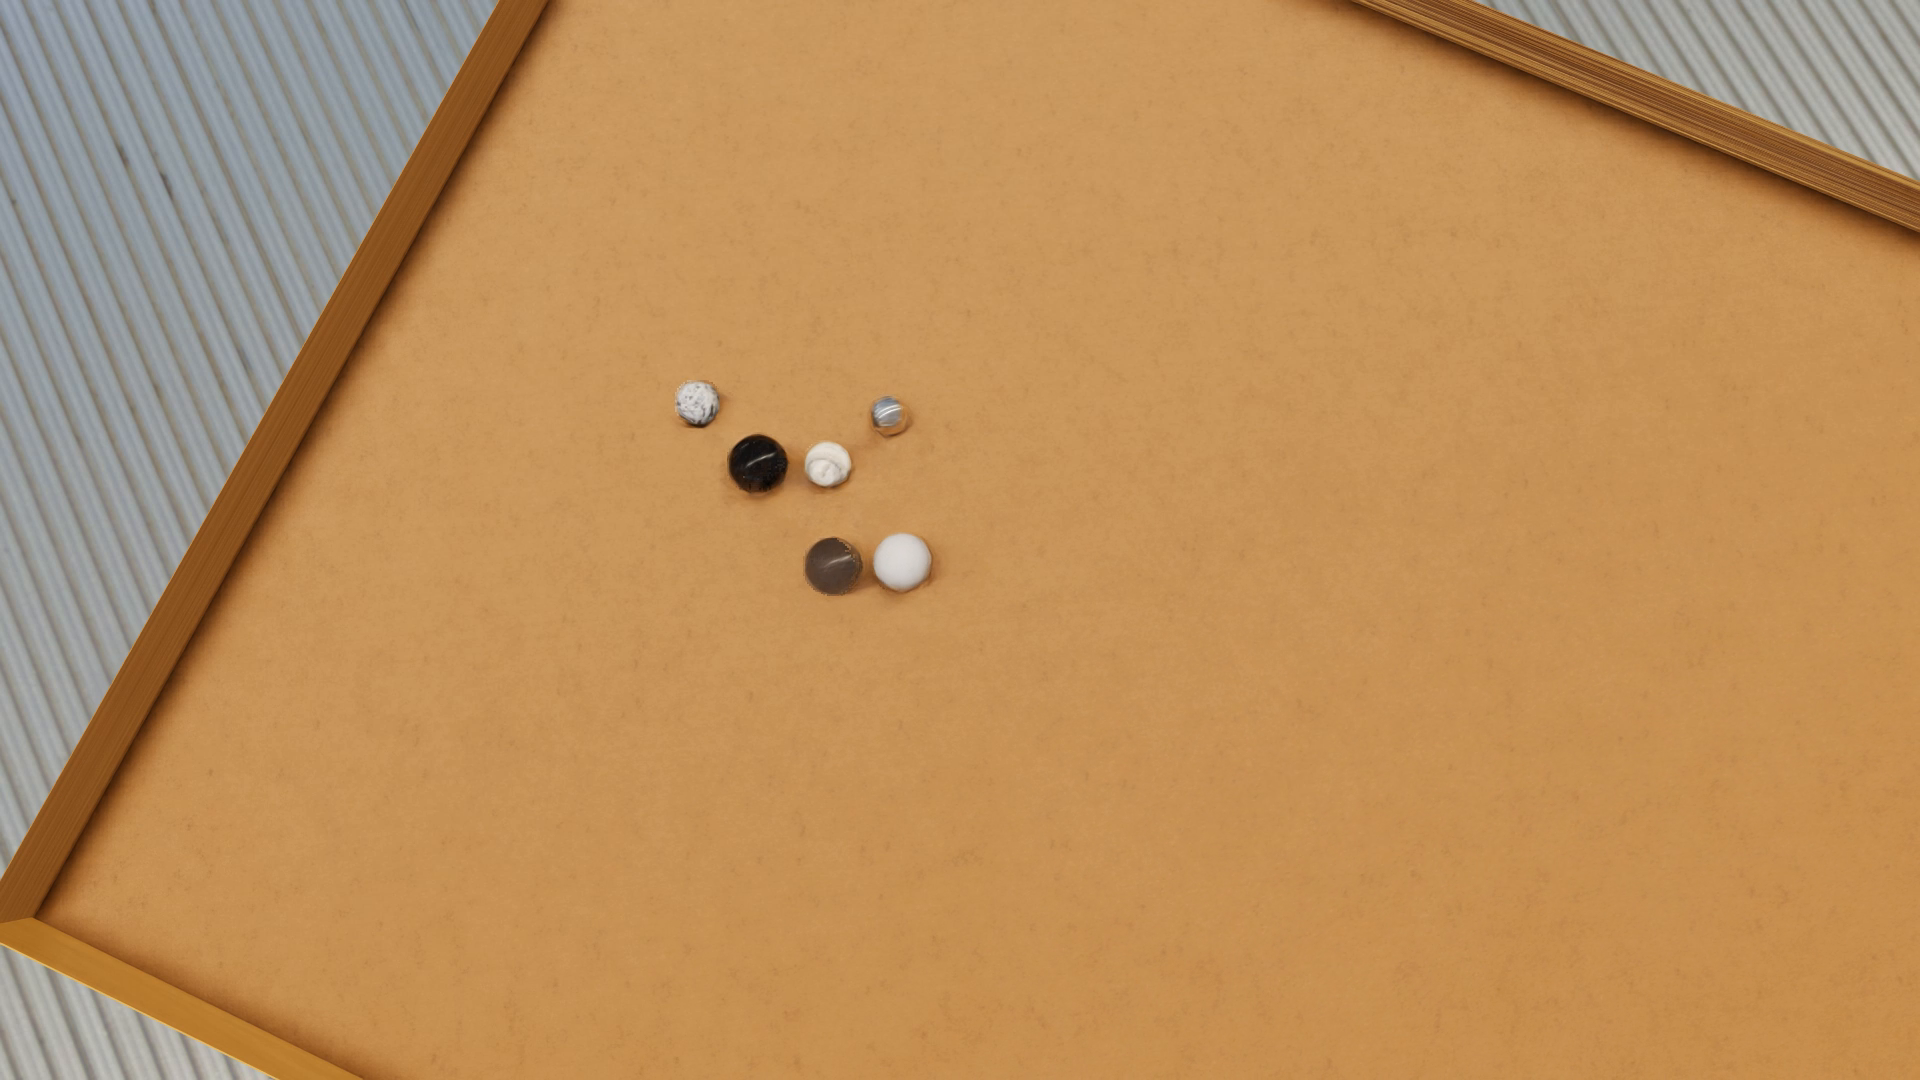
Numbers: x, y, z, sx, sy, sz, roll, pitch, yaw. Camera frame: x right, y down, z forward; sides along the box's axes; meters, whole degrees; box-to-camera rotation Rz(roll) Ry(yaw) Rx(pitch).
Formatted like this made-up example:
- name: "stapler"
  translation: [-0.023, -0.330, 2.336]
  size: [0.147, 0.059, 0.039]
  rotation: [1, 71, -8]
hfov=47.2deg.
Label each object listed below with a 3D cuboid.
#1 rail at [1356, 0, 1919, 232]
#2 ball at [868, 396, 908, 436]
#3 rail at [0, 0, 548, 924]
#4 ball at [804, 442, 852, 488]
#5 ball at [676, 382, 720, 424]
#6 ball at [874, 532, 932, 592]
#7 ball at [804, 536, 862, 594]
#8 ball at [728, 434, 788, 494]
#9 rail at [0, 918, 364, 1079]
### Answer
- name: "rail"
  translation: [1.389, -0.557, 3.462]
  size: [4.094, 0.119, 0.045]
  rotation: [24, 77, 6]
- name: "ball"
  translation: [-0.111, -0.193, 3.397]
  size: [0.062, 0.062, 0.062]
  rotation: [0, 75, 0]
- name: "rail"
  translation: [-0.908, -0.410, 3.423]
  size: [0.045, 0.119, 2.245]
  rotation: [24, 77, 6]
- name: "ball"
  translation: [-0.202, -0.116, 3.372]
  size: [0.071, 0.071, 0.071]
  rotation: [0, 75, 0]
- name: "ball"
  translation: [-0.405, -0.212, 3.400]
  size: [0.067, 0.067, 0.067]
  rotation: [0, 75, 0]
- name: "ball"
  translation: [-0.087, 0.033, 3.324]
  size: [0.088, 0.088, 0.088]
  rotation: [0, 75, 0]
- name: "ball"
  translation: [-0.191, 0.039, 3.323]
  size: [0.088, 0.088, 0.088]
  rotation: [0, 75, 0]
- name: "ball"
  translation: [-0.308, -0.116, 3.362]
  size: [0.092, 0.092, 0.092]
  rotation: [0, 75, 0]
- name: "rail"
  translation: [0.470, 1.374, 2.957]
  size: [4.094, 0.119, 0.045]
  rotation: [24, 77, 6]
